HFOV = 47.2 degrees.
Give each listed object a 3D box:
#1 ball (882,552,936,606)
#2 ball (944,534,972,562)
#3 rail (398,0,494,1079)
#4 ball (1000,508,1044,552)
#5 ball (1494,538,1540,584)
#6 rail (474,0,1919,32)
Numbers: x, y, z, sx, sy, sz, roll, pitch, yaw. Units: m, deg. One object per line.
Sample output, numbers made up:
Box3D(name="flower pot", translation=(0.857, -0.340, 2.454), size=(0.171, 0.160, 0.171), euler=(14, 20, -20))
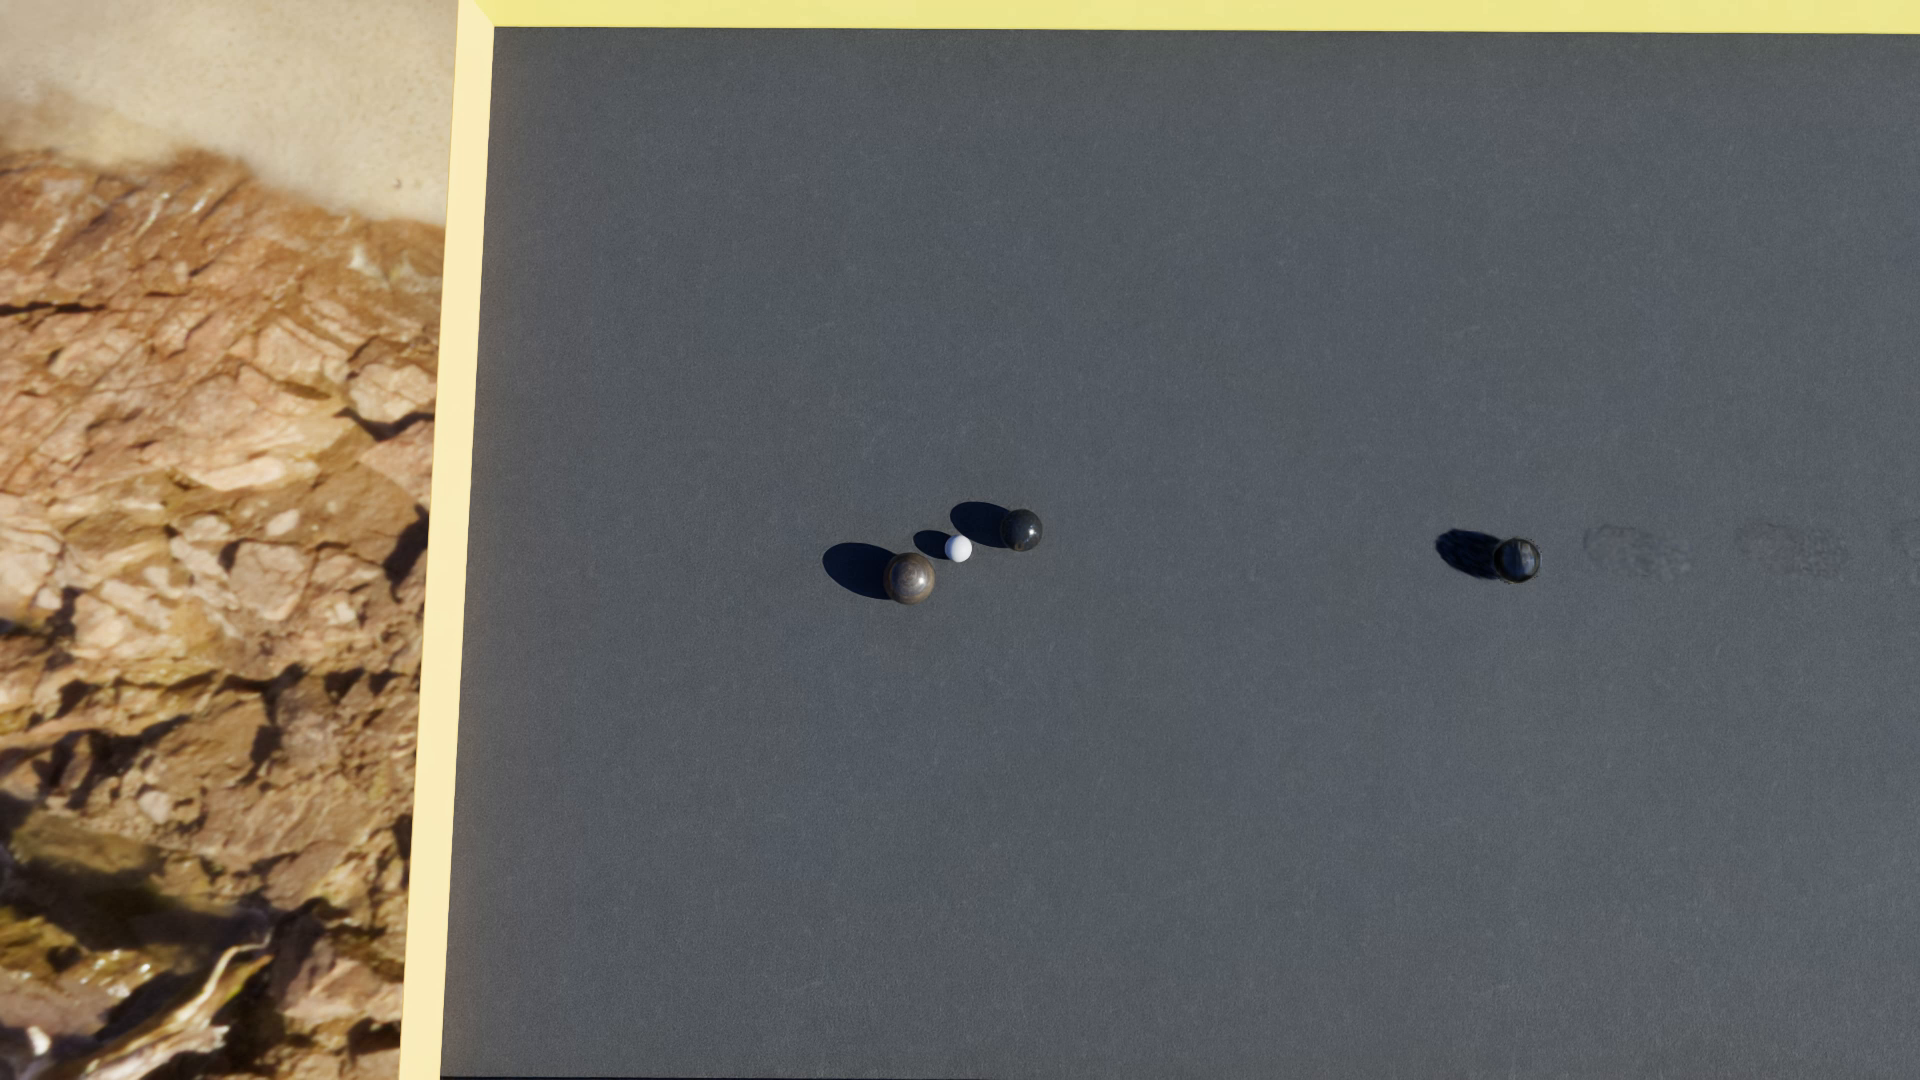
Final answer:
Box3D(name="ball", translation=(-0.076, 0.058, 3.285), size=(0.079, 0.079, 0.079), euler=(0, 78, 0))
Box3D(name="ball", translation=(-0.003, 0.013, 3.313), size=(0.041, 0.041, 0.041), euler=(0, 78, 0))
Box3D(name="rail", translation=(-0.758, -0.008, 3.285), size=(0.045, 0.103, 1.724), euler=(0, 78, 0))
Box3D(name="ball", translation=(0.093, -0.015, 3.307), size=(0.065, 0.065, 0.065), euler=(0, 78, 0))
Box3D(name="ball", translation=(0.835, 0.031, 3.296), size=(0.068, 0.068, 0.068), euler=(0, 78, 0))
Box3D(name="rail", translation=(0.787, -0.821, 3.453), size=(3.128, 0.103, 0.045), euler=(0, 78, 0))
